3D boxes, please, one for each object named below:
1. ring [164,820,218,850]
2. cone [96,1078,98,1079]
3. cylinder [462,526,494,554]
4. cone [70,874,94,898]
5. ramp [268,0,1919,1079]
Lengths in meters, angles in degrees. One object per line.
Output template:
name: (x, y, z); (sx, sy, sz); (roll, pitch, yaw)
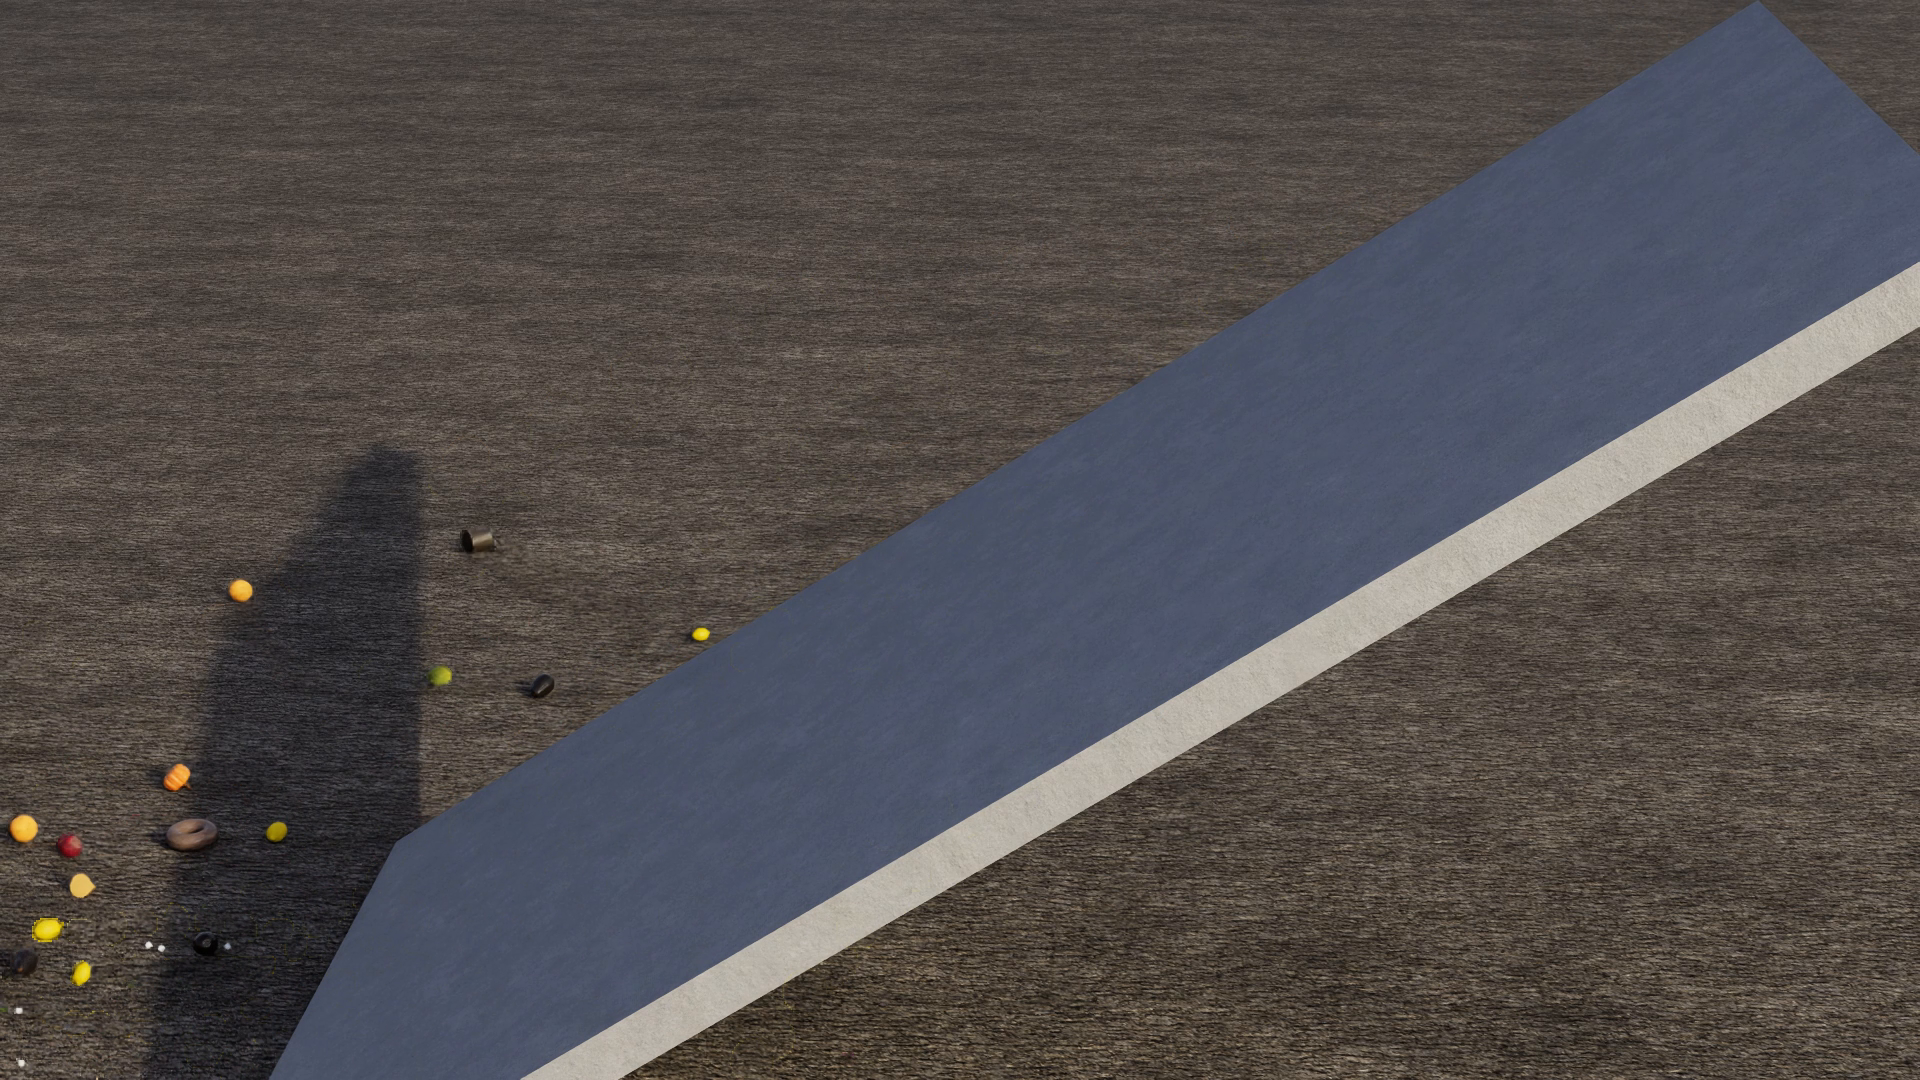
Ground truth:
ring: (-2.059, 0.791, 7.886); (0.141, 0.047, 0.141); (0, 19, 0)
cone: (-1.939, 1.246, 6.585); (0.094, 0.094, 0.094); (11, 6, -1)
cylinder: (-1.626, 0.001, 9.922); (0.077, 0.077, 0.077); (-15, 26, -35)
cone: (-2.262, 0.898, 7.630); (0.063, 0.063, 0.063); (8, -4, 20)
ramp: (0.138, 0.172, 6.300); (4.000, 0.100, 2.000); (-32, 16, 14)
